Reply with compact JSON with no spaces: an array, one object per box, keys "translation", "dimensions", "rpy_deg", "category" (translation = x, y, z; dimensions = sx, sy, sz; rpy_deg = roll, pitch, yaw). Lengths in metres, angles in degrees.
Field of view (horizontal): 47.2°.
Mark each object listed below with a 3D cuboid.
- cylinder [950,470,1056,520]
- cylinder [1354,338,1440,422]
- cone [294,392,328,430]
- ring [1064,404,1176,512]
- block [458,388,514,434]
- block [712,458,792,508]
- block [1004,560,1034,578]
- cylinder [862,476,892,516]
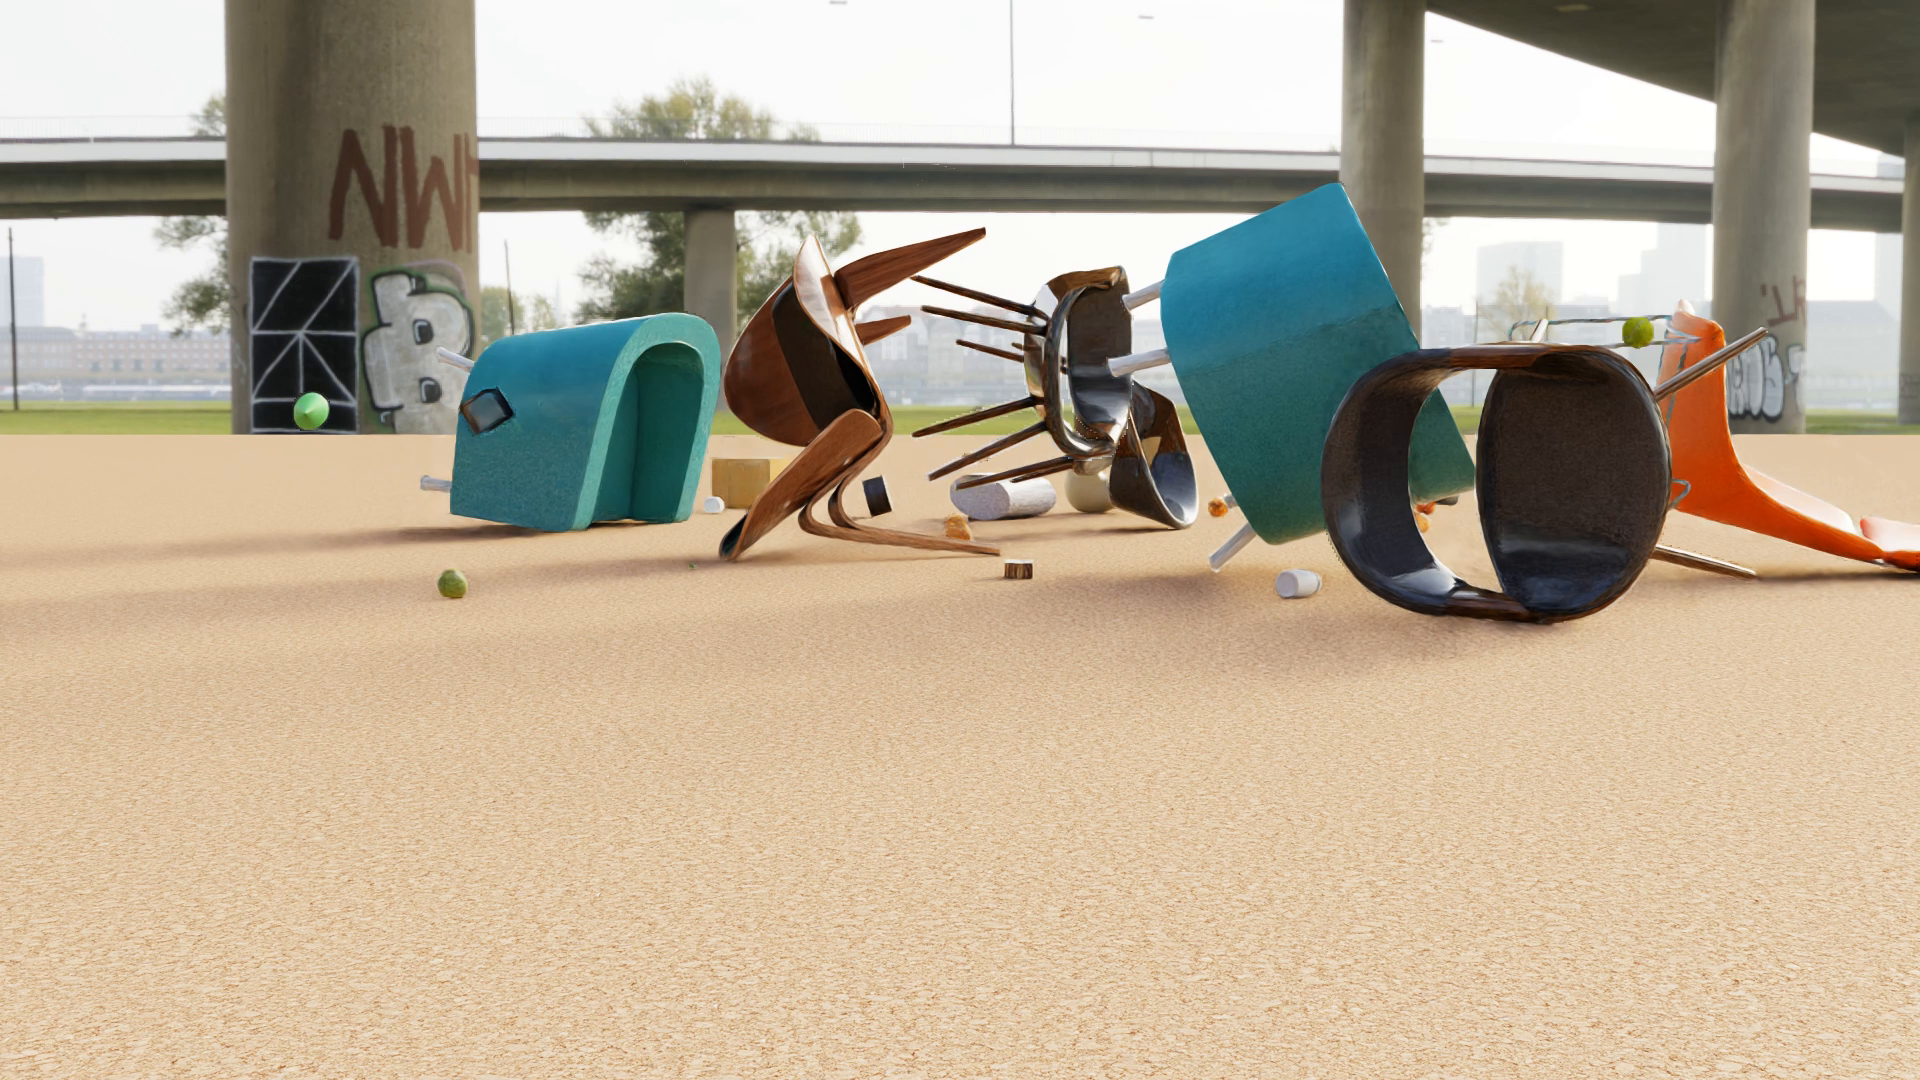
[{"translation":[0.152,-0.157,7.680],"dimensions":[0.246,0.154,0.331],"rpy_deg":[15,11,29],"category":"cylinder"},{"translation":[1.393,-0.512,7.015],"dimensions":[0.144,0.261,0.111],"rpy_deg":[-26,-28,-26],"category":"cylinder"},{"translation":[-1.902,-0.373,6.415],"dimensions":[0.098,0.112,0.181],"rpy_deg":[28,0,-13],"category":"cone"},{"translation":[0.578,-0.294,7.932],"dimensions":[0.284,0.497,0.158],"rpy_deg":[44,15,-4],"category":"ring"},{"translation":[-1.431,-0.390,6.650],"dimensions":[0.101,0.097,0.110],"rpy_deg":[-32,0,12],"category":"block"},{"translation":[-0.787,-0.217,8.332],"dimensions":[0.236,0.185,0.204],"rpy_deg":[0,4,18],"category":"block"},{"translation":[0.142,0.070,5.254],"dimensions":[0.066,0.038,0.102],"rpy_deg":[0,4,4],"category":"block"},{"translation":[-0.290,-0.155,7.730],"dimensions":[0.075,0.126,0.149],"rpy_deg":[-16,31,2],"category":"cylinder"}]
